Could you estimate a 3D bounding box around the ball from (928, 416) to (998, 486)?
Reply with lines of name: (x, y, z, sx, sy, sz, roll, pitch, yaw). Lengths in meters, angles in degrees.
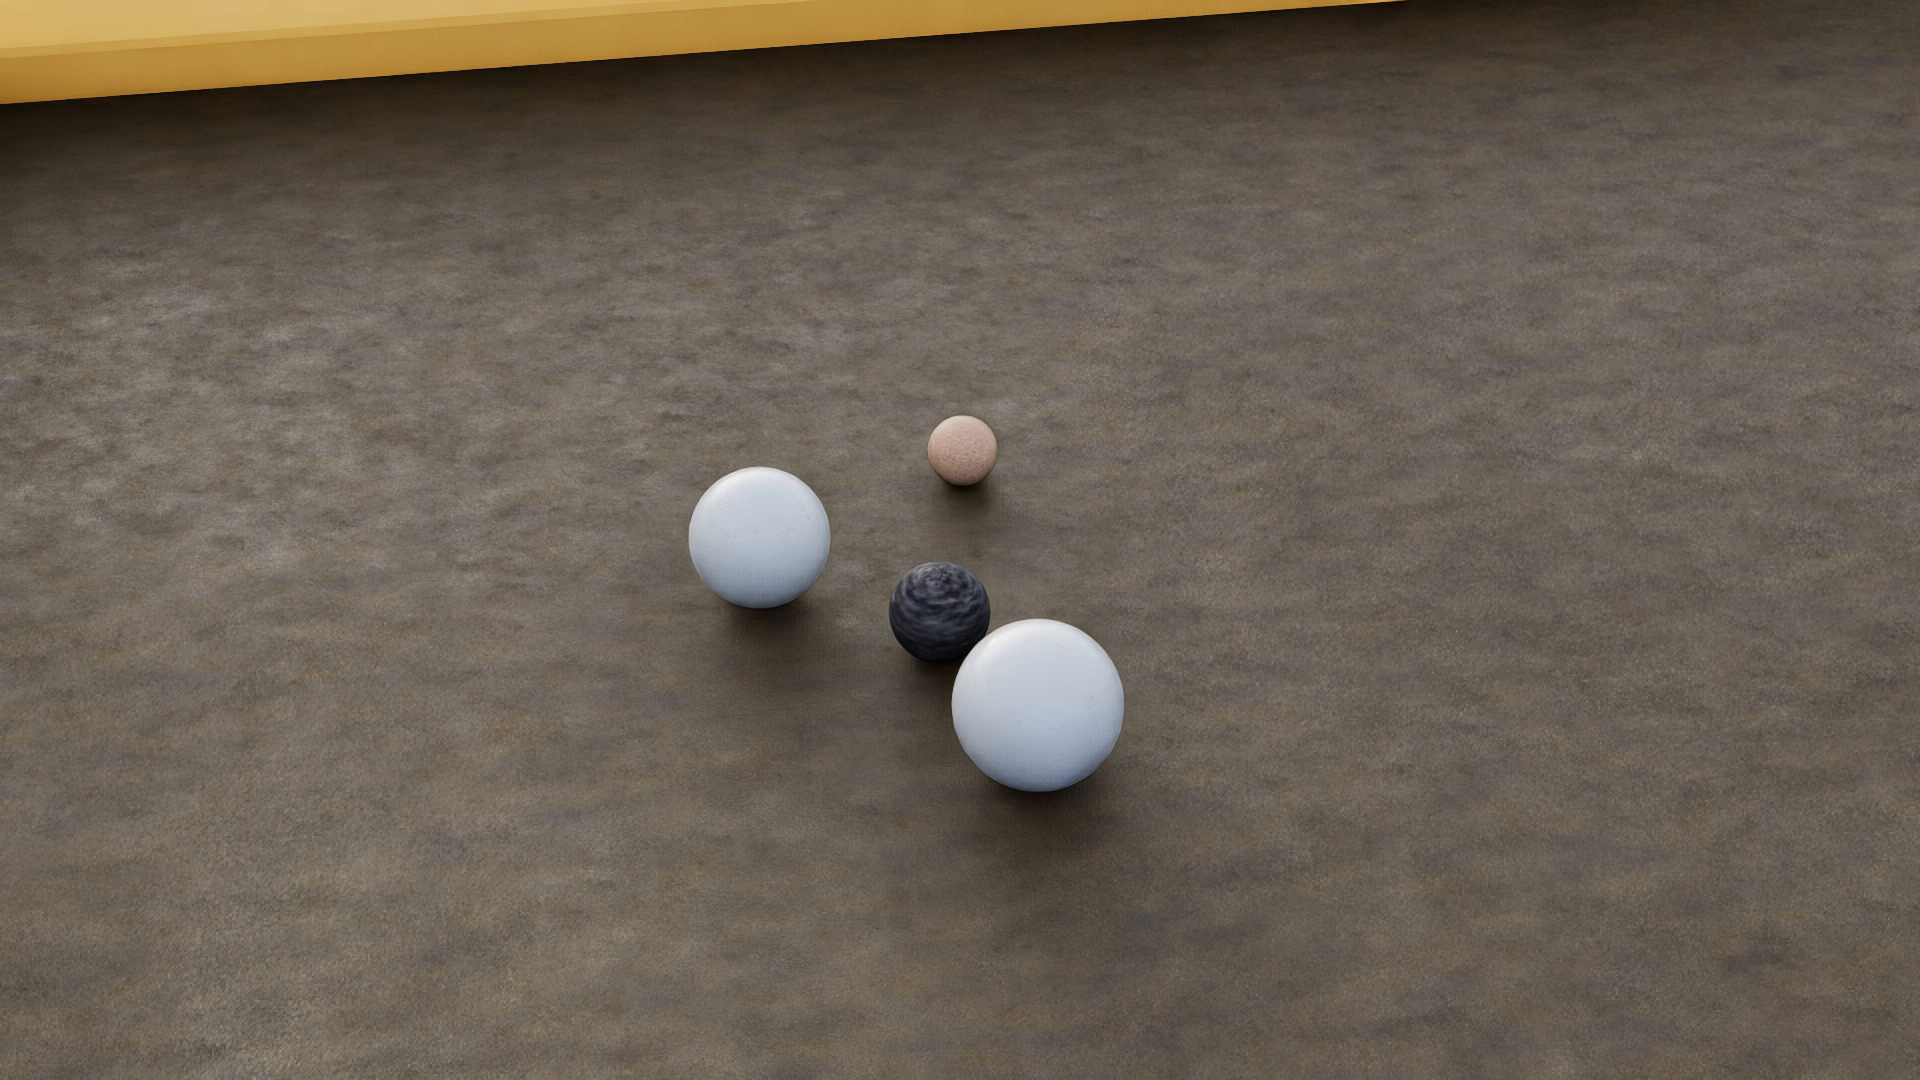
ball: (0.002, -0.060, 1.720, 0.047, 0.047, 0.047, 0, 36, 0)

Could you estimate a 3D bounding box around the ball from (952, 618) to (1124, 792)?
ball: (0.044, 0.094, 1.463, 0.099, 0.099, 0.099, 0, 36, 0)

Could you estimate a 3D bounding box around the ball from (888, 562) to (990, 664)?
ball: (-0.012, 0.044, 1.564, 0.062, 0.062, 0.062, 0, 36, 0)

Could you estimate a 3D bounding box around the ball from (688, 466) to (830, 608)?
ball: (-0.125, -0.001, 1.604, 0.089, 0.089, 0.089, 0, 36, 0)

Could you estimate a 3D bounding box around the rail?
rail: (0.595, -0.557, 2.335, 2.965, 0.129, 0.045, -6, 36, -8)
